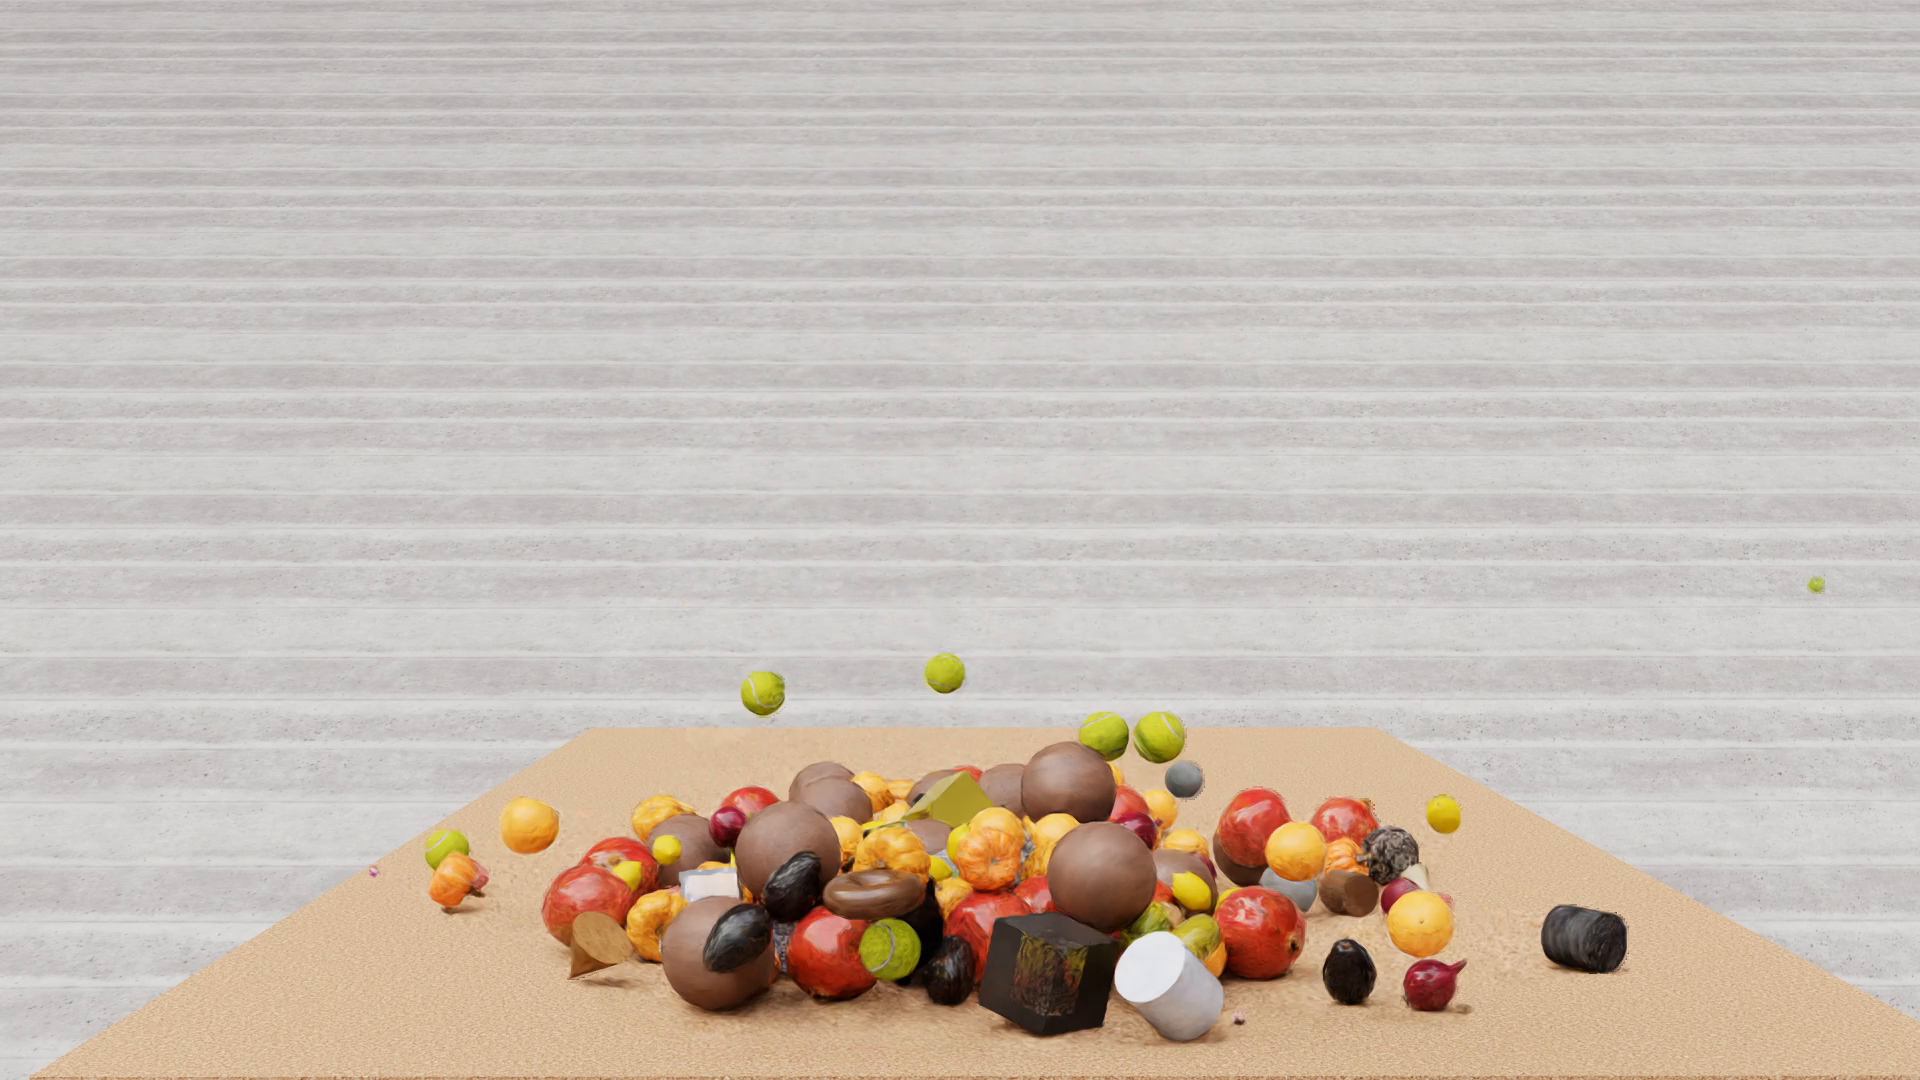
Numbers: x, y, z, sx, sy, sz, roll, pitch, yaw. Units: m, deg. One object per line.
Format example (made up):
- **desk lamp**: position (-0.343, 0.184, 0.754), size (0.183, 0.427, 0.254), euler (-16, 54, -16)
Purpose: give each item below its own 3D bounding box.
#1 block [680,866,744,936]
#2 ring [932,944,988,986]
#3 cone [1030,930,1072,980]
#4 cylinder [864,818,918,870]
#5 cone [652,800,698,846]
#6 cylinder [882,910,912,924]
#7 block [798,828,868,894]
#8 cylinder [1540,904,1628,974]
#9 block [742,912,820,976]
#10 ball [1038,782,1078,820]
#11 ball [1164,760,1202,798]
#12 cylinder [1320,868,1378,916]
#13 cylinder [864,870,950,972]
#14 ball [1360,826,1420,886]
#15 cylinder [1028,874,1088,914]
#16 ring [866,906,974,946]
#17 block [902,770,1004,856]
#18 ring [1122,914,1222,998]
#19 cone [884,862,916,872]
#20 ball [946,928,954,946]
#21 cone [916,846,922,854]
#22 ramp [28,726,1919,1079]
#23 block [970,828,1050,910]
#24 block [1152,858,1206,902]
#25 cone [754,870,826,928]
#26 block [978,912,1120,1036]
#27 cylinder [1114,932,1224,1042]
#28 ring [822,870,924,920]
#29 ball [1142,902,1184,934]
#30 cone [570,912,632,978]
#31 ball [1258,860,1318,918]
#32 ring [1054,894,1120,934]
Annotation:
- **block**: position (-0.326, 0.477, 3.405), size (0.075, 0.075, 0.075), euler (-4, -16, 0)
- **ring**: position (0.013, 0.513, 3.119), size (0.093, 0.031, 0.093), euler (5, 9, -1)
- **cone**: position (0.119, 0.501, 3.063), size (0.056, 0.056, 0.056), euler (-10, 41, -19)
- **cylinder**: position (-0.089, 0.392, 3.319), size (0.055, 0.055, 0.055), euler (-17, 27, 7)
- **cone**: position (-0.486, 0.495, 4.366), size (0.078, 0.078, 0.078), euler (0, 28, 1)
- **cylinder**: position (-0.092, 0.450, 3.245), size (0.052, 0.052, 0.052), euler (-14, 59, 25)
- **block**: position (-0.181, 0.458, 3.673), size (0.062, 0.062, 0.062), euler (-16, 34, 30)
- **cylinder**: position (0.768, 0.491, 3.180), size (0.073, 0.073, 0.073), euler (-18, 11, -31)
- **block**: position (-0.218, 0.491, 3.144), size (0.067, 0.067, 0.067), euler (-1, -11, -30)
- **ball**: position (0.177, 0.473, 4.667), size (0.070, 0.070, 0.070), euler (0, 27, 0)
- **ball**: position (0.305, 0.327, 3.517), size (0.051, 0.051, 0.051), euler (0, 27, 0)
- **cylinder**: position (0.544, 0.493, 3.613), size (0.060, 0.060, 0.060), euler (-12, 5, -22)
- **cylinder**: position (-0.067, 0.456, 3.089), size (0.092, 0.092, 0.092), euler (-15, 9, 3)
- **ball**: position (0.645, 0.474, 3.877), size (0.089, 0.089, 0.089), euler (0, 27, 0)
- **cylinder**: position (0.136, 0.494, 3.583), size (0.059, 0.059, 0.059), euler (0, 22, 38)
- **ring**: position (-0.051, 0.502, 3.308), size (0.140, 0.047, 0.140), euler (0, 7, 0)
- **block**: position (-0.012, 0.412, 3.840), size (0.090, 0.090, 0.090), euler (-41, 6, -28)
- **ring**: position (0.241, 0.482, 2.965), size (0.047, 0.140, 0.140), euler (51, 45, 8)
- **cone**: position (-0.063, 0.457, 3.377), size (0.085, 0.085, 0.085), euler (28, 33, 6)
- **ball**: position (-0.034, 0.501, 3.215), size (0.052, 0.052, 0.052), euler (0, 27, 0)
- **cone**: position (-0.080, 0.490, 4.077), size (0.050, 0.050, 0.050), euler (-3, 27, 10)
- **ramp**: position (0.062, 0.559, 4.596), size (2.000, 0.100, 4.000), euler (0, 1, 0)
- **block**: position (0.064, 0.426, 3.346), size (0.077, 0.077, 0.077), euler (-23, -9, -6)
- **block**: position (0.317, 0.494, 3.751), size (0.055, 0.055, 0.055), euler (-1, 1, -43)
- **cone**: position (-0.233, 0.458, 3.376), size (0.095, 0.095, 0.095), euler (-8, 30, -14)
- **block**: position (0.098, 0.474, 2.831), size (0.099, 0.099, 0.099), euler (19, 11, 43)
- **cylinder**: position (0.223, 0.476, 2.749), size (0.085, 0.085, 0.085), euler (-25, 39, 22)
- **ring**: position (-0.096, 0.393, 2.866), size (0.115, 0.038, 0.115), euler (-4, 5, 0)
- **ball**: position (0.247, 0.464, 3.128), size (0.051, 0.051, 0.051), euler (0, 27, 0)
- **cone**: position (-0.448, 0.501, 3.094), size (0.080, 0.080, 0.080), euler (29, 29, -18)
- **ball**: position (0.454, 0.484, 3.579), size (0.080, 0.080, 0.080), euler (0, 27, 0)
- **ring**: position (0.151, 0.491, 3.300), size (0.117, 0.039, 0.117), euler (-27, 10, 5)
